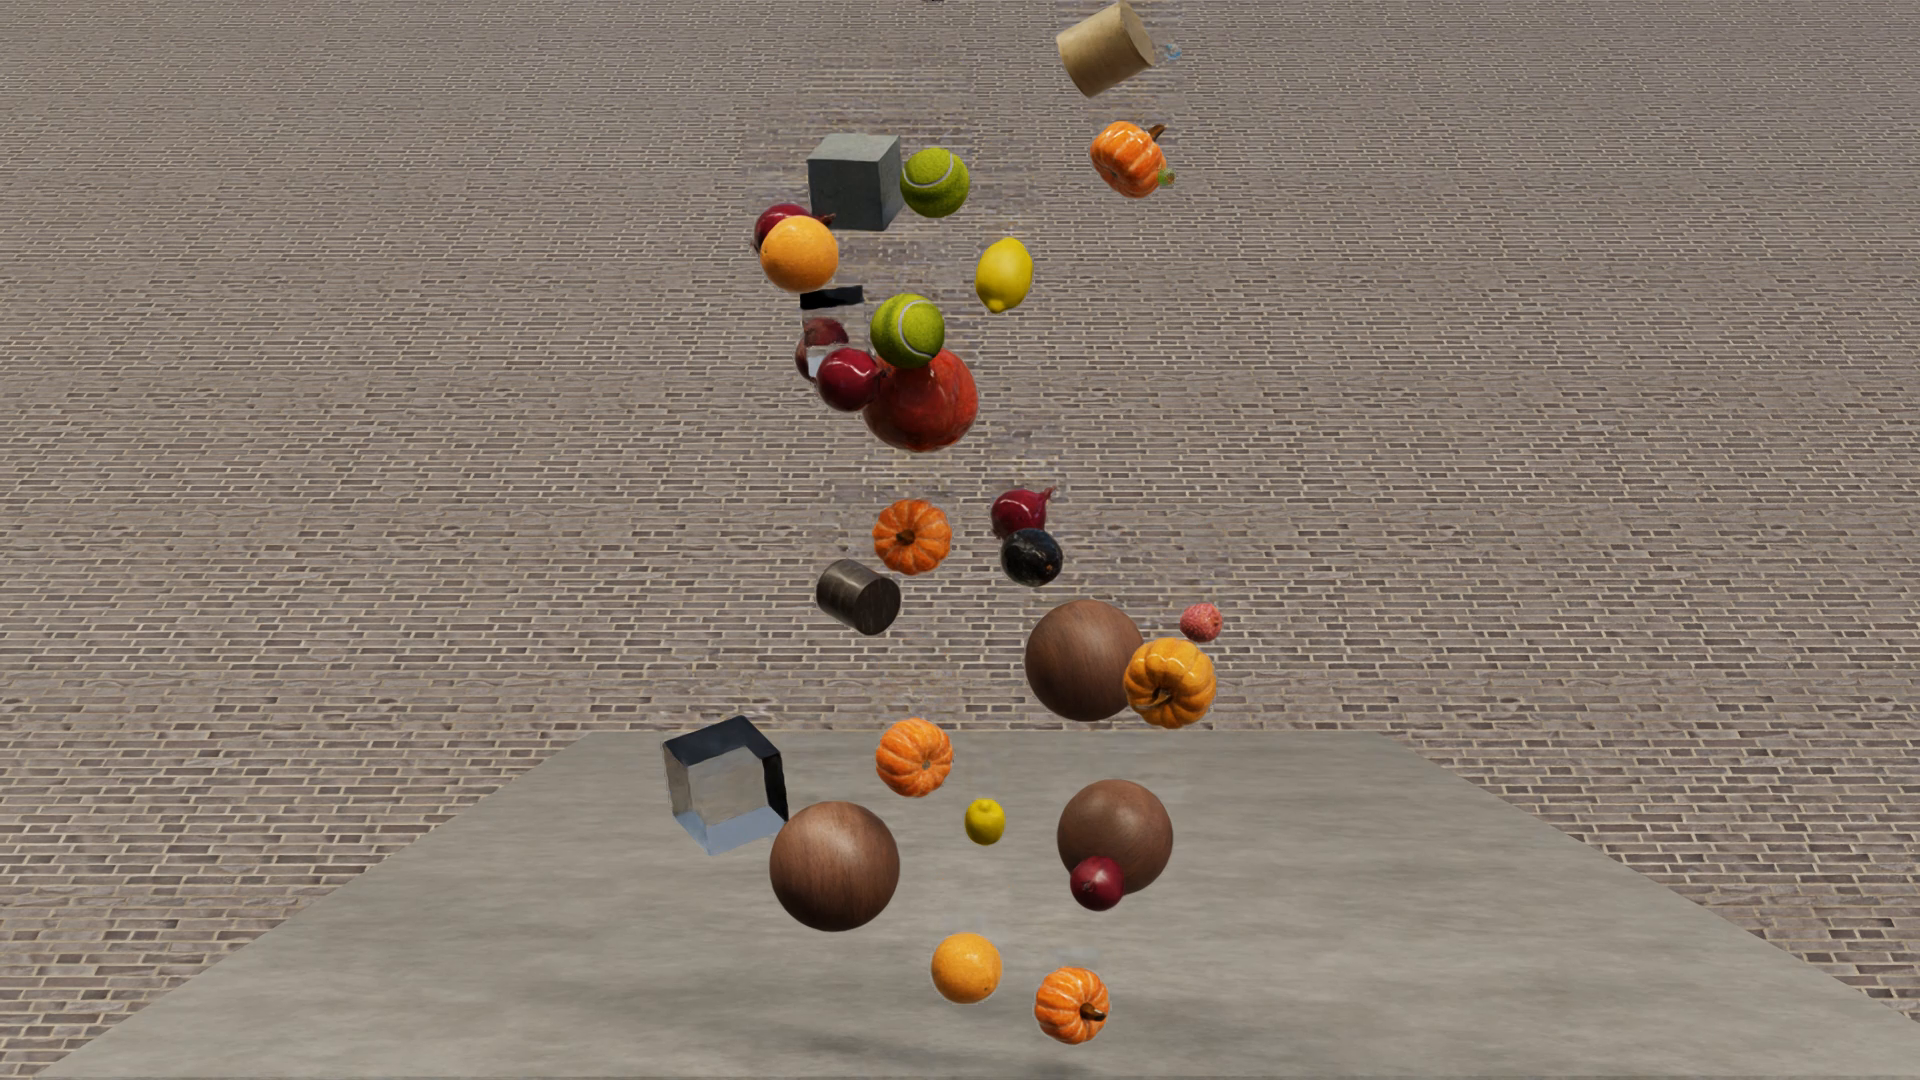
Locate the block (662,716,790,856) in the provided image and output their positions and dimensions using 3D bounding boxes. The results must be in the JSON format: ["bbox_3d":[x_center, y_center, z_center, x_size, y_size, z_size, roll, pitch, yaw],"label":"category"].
[{"bbox_3d":[-0.249,0.262,2.759,0.095,0.095,0.095,-18,30,-24],"label":"block"}]

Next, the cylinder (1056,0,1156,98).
[{"bbox_3d":[0.148,-0.496,2.613,0.073,0.073,0.073,-25,20,22],"label":"cylinder"}]

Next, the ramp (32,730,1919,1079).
[{"bbox_3d":[0.063,0.564,4.604,2.000,0.100,4.000,0,1,0],"label":"ramp"}]

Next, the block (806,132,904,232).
[{"bbox_3d":[-0.107,-0.370,2.665,0.076,0.076,0.076,5,30,15],"label":"block"}]

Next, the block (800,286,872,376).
[{"bbox_3d":[-0.121,-0.203,2.510,0.061,0.061,0.061,-6,66,-2],"label":"block"}]
